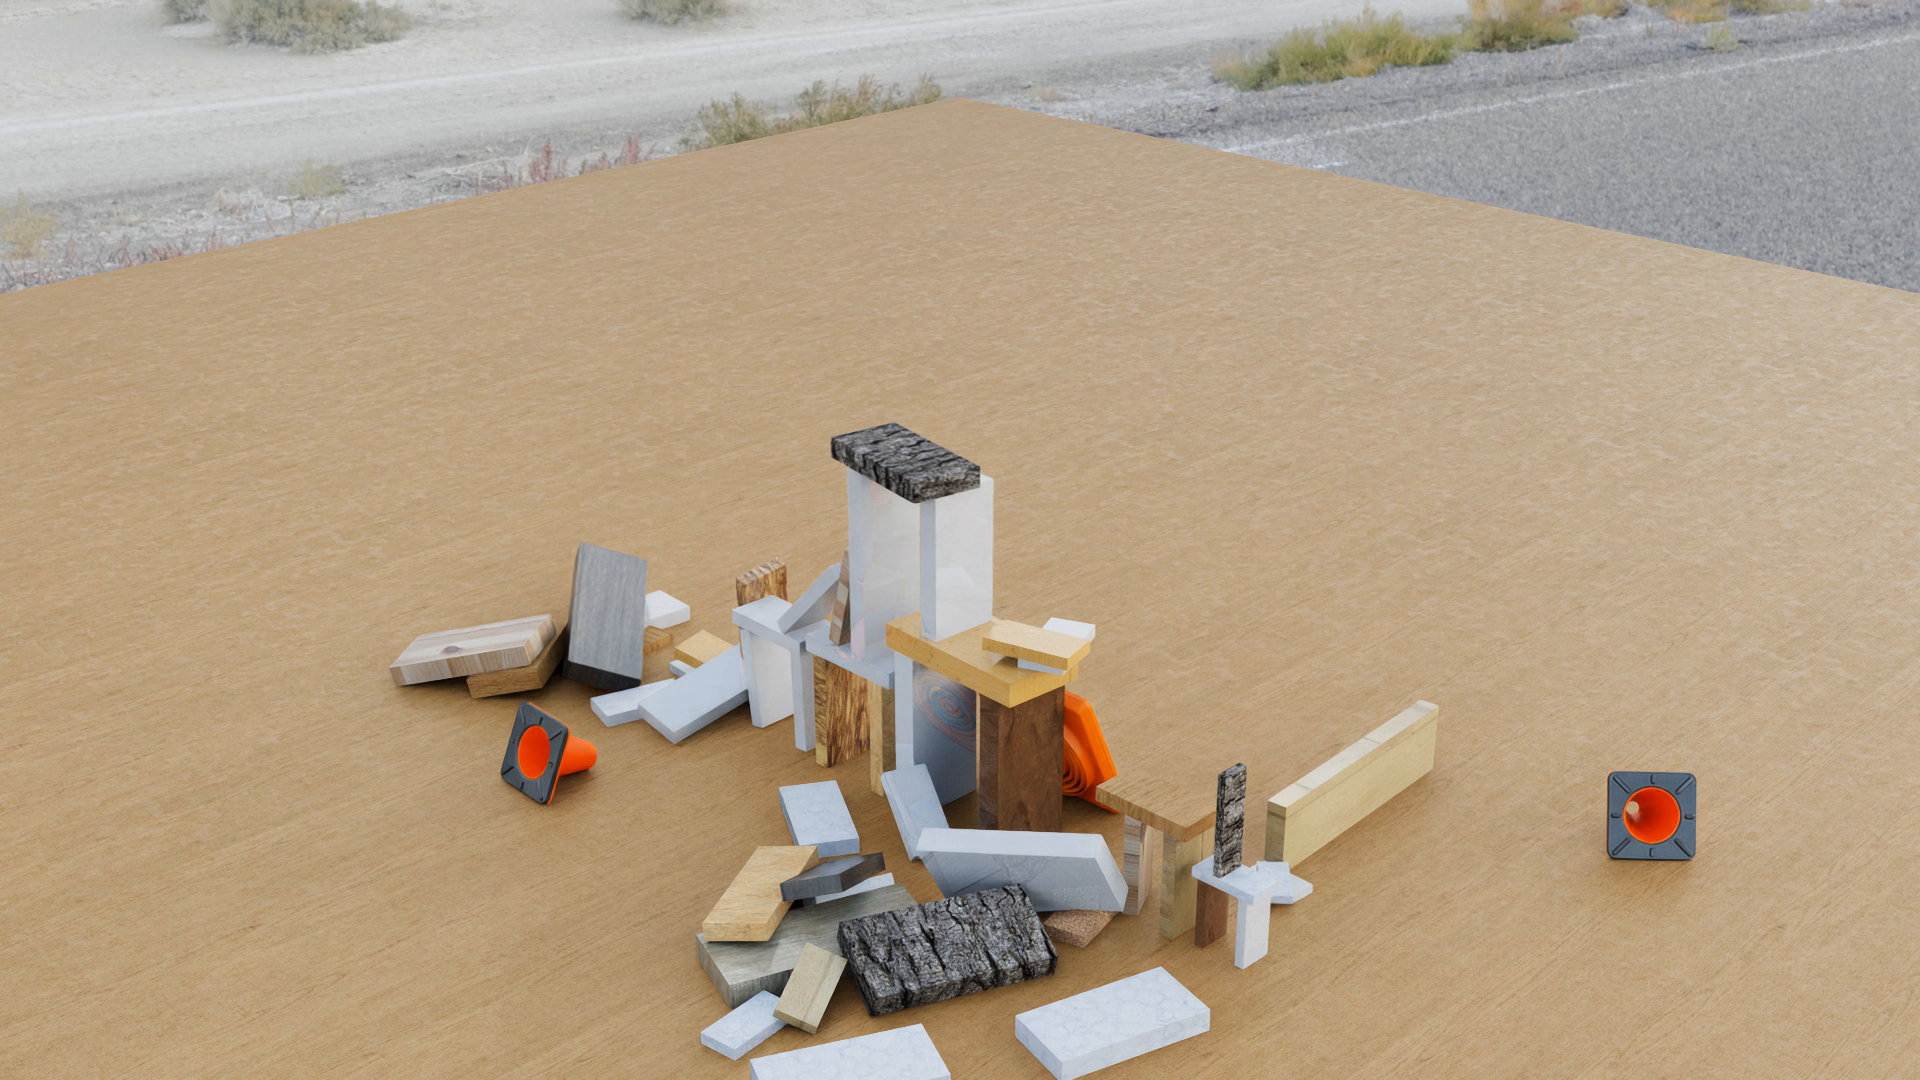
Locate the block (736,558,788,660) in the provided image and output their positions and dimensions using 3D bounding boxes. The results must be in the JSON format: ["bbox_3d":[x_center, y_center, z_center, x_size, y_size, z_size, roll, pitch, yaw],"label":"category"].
[{"bbox_3d":[-0.434,0.157,4.847,0.113,0.226,0.032,-28,46,-32],"label":"block"}]

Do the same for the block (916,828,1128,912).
[{"bbox_3d":[0.114,0.604,4.031,0.352,0.176,0.050,-1,49,25],"label":"block"}]

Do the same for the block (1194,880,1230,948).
[{"bbox_3d":[0.460,0.668,4.008,0.020,0.140,0.070,21,31,41],"label":"block"}]

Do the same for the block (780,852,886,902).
[{"bbox_3d":[-0.235,0.627,4.097,0.118,0.034,0.237,-12,-2,17],"label":"block"}]

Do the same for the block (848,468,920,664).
[{"bbox_3d":[-0.151,0.032,4.406,0.150,0.417,0.042,-20,30,-39],"label":"block"}]

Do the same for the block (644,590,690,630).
[{"bbox_3d":[-0.787,0.190,5.267,0.252,0.036,0.126,-19,29,-37],"label":"block"}]

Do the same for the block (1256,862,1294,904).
[{"bbox_3d":[0.596,0.649,4.166,0.060,0.017,0.121,1,23,3],"label":"block"}]

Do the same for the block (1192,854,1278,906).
[{"bbox_3d":[0.493,0.608,3.946,0.140,0.020,0.070,21,31,41],"label":"block"}]

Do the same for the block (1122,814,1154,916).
[{"bbox_3d":[0.334,0.582,4.116,0.030,0.214,0.107,8,24,17],"label":"block"}]

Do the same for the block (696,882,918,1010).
[{"bbox_3d":[-0.256,0.730,3.976,0.403,0.050,0.176,-11,25,-24],"label":"block"}]

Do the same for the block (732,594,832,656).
[{"bbox_3d":[-0.374,0.181,4.711,0.112,0.032,0.225,-21,31,-40],"label":"block"}]

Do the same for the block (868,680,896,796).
[{"bbox_3d":[-0.126,0.388,4.521,0.036,0.255,0.127,21,31,41],"label":"block"}]

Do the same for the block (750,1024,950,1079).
[{"bbox_3d":[-0.181,0.885,3.620,0.299,0.042,0.149,-8,24,-18],"label":"block"}]

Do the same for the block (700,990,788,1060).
[{"bbox_3d":[-0.361,0.831,3.773,0.079,0.022,0.157,17,28,34],"label":"block"}]

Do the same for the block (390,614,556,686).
[{"bbox_3d":[-1.107,0.250,5.003,0.337,0.048,0.169,-9,21,15],"label":"block"}]

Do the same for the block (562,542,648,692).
[{"bbox_3d":[-0.824,0.178,5.132,0.169,0.048,0.539,16,26,-15],"label":"block"}]

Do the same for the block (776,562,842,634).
[{"bbox_3d":[-0.276,0.111,4.571,0.113,0.260,0.032,-20,75,-39],"label":"block"}]

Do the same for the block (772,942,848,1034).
[{"bbox_3d":[-0.260,0.777,3.819,0.079,0.022,0.157,23,41,3],"label":"block"}]

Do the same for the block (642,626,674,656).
[{"bbox_3d":[-0.750,0.243,5.161,0.072,0.021,0.145,17,28,35],"label":"block"}]

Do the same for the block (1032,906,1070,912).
[{"bbox_3d":[0.186,0.651,4.157,0.085,0.024,0.169,-7,16,20],"label":"block"}]

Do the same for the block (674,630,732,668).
[{"bbox_3d":[-0.500,0.291,4.949,0.289,0.028,0.099,25,35,25],"label":"block"}]

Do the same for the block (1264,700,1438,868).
[{"bbox_3d":[0.792,0.490,4.415,0.042,0.149,0.563,19,30,38],"label":"block"}]

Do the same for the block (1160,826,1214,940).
[{"bbox_3d":[0.416,0.616,4.035,0.030,0.214,0.107,21,31,41],"label":"block"}]

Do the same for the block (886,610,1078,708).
[{"bbox_3d":[0.040,0.215,4.273,0.179,0.051,0.357,-19,30,-38],"label":"block"}]

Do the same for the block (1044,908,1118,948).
[{"bbox_3d":[0.233,0.696,4.090,0.085,0.024,0.169,13,26,28],"label":"block"}]

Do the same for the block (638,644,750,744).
[{"bbox_3d":[-0.543,0.329,4.837,0.319,0.036,0.126,-31,49,-34],"label":"block"}]

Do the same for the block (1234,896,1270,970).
[{"bbox_3d":[0.526,0.694,3.947,0.020,0.140,0.070,21,31,41],"label":"block"}]

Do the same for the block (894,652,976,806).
[{"bbox_3d":[-0.048,0.369,4.434,0.179,0.357,0.051,-21,31,-41],"label":"block"}]

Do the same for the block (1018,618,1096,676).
[{"bbox_3d":[0.186,0.202,4.206,0.091,0.026,0.182,9,25,21],"label":"block"}]

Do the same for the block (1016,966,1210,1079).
[{"bbox_3d":[0.261,0.826,3.760,0.299,0.042,0.149,-12,26,-27],"label":"block"}]

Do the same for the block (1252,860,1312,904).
[{"bbox_3d":[0.607,0.653,4.201,0.060,0.017,0.121,-19,30,-38],"label":"block"}]

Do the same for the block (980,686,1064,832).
[{"bbox_3d":[0.120,0.437,4.274,0.179,0.357,0.051,-20,30,-39],"label":"block"}]

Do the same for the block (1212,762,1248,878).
[{"bbox_3d":[0.480,0.500,3.912,0.017,0.206,0.060,21,31,40],"label":"block"}]

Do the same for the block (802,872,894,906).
[{"bbox_3d":[-0.209,0.659,4.122,0.157,0.022,0.079,-11,-14,-24],"label":"block"}]

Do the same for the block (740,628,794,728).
[{"bbox_3d":[-0.414,0.284,4.800,0.032,0.225,0.112,11,24,43],"label":"block"}]

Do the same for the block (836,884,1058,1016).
[{"bbox_3d":[-0.023,0.726,3.911,0.352,0.050,0.176,-9,43,-22],"label":"block"}]

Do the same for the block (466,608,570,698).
[{"bbox_3d":[-0.993,0.255,5.051,0.169,0.048,0.337,-10,21,12],"label":"block"}]

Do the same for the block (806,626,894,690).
[{"bbox_3d":[-0.185,0.231,4.519,0.127,0.036,0.255,-21,31,-40],"label":"block"}]

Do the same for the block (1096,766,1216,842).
[{"bbox_3d":[0.365,0.484,4.034,0.214,0.030,0.107,21,31,40],"label":"block"}]

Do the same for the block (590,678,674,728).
[{"bbox_3d":[-0.707,0.360,4.876,0.197,0.028,0.099,-13,26,-27],"label":"block"}]

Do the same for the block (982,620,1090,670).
[{"bbox_3d":[0.144,0.198,4.151,0.182,0.026,0.091,13,26,28],"label":"block"}]

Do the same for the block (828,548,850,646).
[{"bbox_3d":[-0.199,0.103,4.484,0.113,0.226,0.032,-20,45,-39],"label":"block"}]

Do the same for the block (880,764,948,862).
[{"bbox_3d":[-0.083,0.535,4.327,0.091,0.026,0.182,-11,64,-24],"label":"block"}]

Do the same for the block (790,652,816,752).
[{"bbox_3d":[-0.304,0.328,4.699,0.032,0.225,0.113,18,29,40],"label":"block"}]

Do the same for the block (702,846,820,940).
[{"bbox_3d":[-0.366,0.653,4.089,0.118,0.034,0.371,-2,13,11],"label":"block"}]

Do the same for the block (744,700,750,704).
[{"bbox_3d":[-0.527,0.320,4.943,0.072,0.021,0.145,-5,34,-21],"label":"block"}]

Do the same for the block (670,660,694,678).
[{"bbox_3d":[-0.593,0.303,5.019,0.072,0.021,0.145,-18,29,-37],"label":"block"}]

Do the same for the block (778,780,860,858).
[{"bbox_3d":[-0.283,0.559,4.401,0.118,0.034,0.237,-6,24,-13],"label":"block"}]

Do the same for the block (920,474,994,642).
[{"bbox_3d":[-0.006,0.034,4.253,0.150,0.300,0.042,-20,30,-39],"label":"block"}]

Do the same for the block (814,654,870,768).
[{"bbox_3d":[-0.246,0.341,4.632,0.127,0.255,0.036,-21,31,-41],"label":"block"}]

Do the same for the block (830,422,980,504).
[{"bbox_3d":[-0.108,-0.151,4.251,0.150,0.042,0.300,-15,27,-31],"label":"block"}]
